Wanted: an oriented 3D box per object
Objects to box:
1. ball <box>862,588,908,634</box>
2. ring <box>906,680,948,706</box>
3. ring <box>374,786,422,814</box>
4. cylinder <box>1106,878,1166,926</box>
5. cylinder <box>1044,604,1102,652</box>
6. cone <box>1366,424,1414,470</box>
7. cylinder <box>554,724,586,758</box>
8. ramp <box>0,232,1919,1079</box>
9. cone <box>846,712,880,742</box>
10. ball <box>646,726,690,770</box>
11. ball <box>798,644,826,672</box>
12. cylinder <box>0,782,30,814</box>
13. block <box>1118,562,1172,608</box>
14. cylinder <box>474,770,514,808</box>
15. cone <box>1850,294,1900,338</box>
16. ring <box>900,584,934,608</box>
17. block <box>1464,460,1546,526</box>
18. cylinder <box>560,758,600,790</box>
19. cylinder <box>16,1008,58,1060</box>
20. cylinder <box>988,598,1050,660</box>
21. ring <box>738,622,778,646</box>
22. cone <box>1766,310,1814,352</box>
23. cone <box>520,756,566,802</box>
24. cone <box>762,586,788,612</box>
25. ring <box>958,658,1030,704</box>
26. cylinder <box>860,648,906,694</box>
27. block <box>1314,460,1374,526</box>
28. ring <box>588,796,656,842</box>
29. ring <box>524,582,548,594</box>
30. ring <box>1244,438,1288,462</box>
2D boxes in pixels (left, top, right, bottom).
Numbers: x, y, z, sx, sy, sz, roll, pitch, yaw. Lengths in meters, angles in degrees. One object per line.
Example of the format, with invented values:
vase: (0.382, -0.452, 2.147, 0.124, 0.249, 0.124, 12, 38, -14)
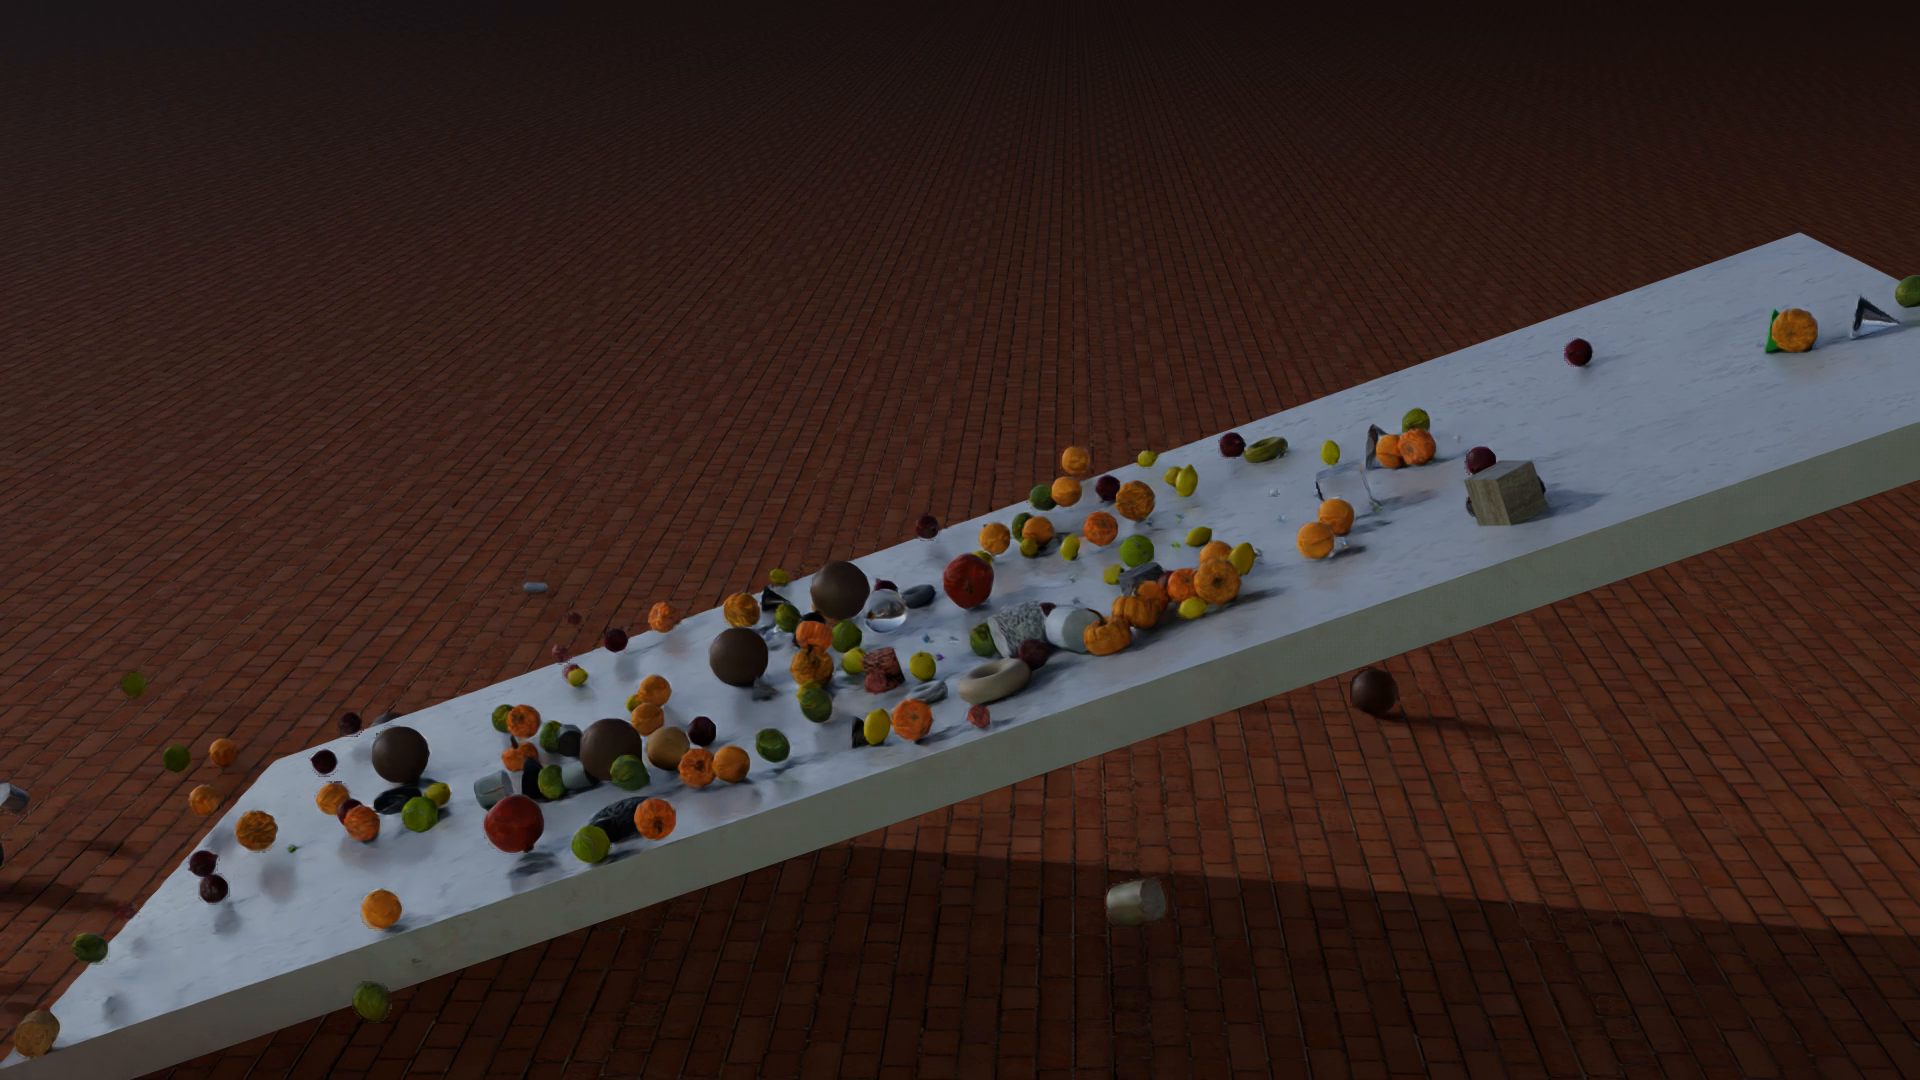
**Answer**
ball: (-0.153, 0.145, 5.996, 0.091, 0.091, 0.091, 0, 13, 0)
ring: (-0.065, 0.298, 5.709, 0.085, 0.028, 0.085, -21, 10, 4)
ring: (-1.203, 0.557, 6.295, 0.105, 0.035, 0.105, -17, -18, -5)
cylinder: (0.308, 0.634, 5.142, 0.074, 0.074, 0.074, -17, 0, 36)
cylinder: (0.219, 0.170, 5.672, 0.085, 0.085, 0.085, -5, 6, -21)
cone: (0.923, -0.194, 6.268, 0.098, 0.098, 0.098, 6, 12, -3)
cylinder: (-0.839, 0.432, 6.328, 0.059, 0.059, 0.059, -3, 19, -14)
ramp: (0.113, 0.178, 6.299, 4.000, 0.100, 2.000, -19, 11, 6)
cone: (-0.173, 0.366, 5.581, 0.061, 0.061, 0.061, 27, 0, -26)
ball: (-0.585, 0.418, 5.902, 0.089, 0.089, 0.089, 0, 13, 0)
ball: (-0.315, 0.253, 6.278, 0.061, 0.061, 0.061, 0, 13, 0)
cylinder: (-2.324, 0.632, 7.206, 0.060, 0.060, 0.060, 10, -19, 39)
block: (0.365, 0.090, 5.841, 0.067, 0.067, 0.067, -24, 12, -20)
cylinder: (-0.977, 0.522, 6.159, 0.063, 0.063, 0.063, -19, 11, 7)
cone: (1.825, -0.437, 5.848, 0.090, 0.090, 0.090, 11, 15, 13)
ring: (-0.100, 0.127, 6.578, 0.092, 0.031, 0.092, -20, 13, 5)
block: (1.015, -0.087, 5.474, 0.093, 0.093, 0.093, -26, 12, -26)
cylinder: (-0.777, 0.480, 6.024, 0.057, 0.057, 0.057, -15, 6, 24)
cylinder: (-1.737, 0.928, 5.531, 0.071, 0.071, 0.071, -3, 24, -11)
cylinder: (0.118, 0.177, 5.796, 0.094, 0.094, 0.094, -23, 19, -14)
ring: (-0.467, 0.216, 6.796, 0.097, 0.032, 0.097, -18, 12, 4)
cone: (1.694, -0.418, 5.984, 0.092, 0.092, 0.092, 11, 15, 14)
cone: (-0.852, 0.501, 6.087, 0.098, 0.098, 0.098, 6, 13, -2)
cone: (-0.445, 0.145, 7.097, 0.065, 0.065, 0.065, 6, 12, -4)
ring: (0.065, 0.267, 5.580, 0.146, 0.049, 0.146, -18, 12, 4)
cylinder: (-0.156, 0.263, 5.927, 0.071, 0.071, 0.071, -20, 11, 4)
block: (0.776, -0.096, 5.939, 0.092, 0.092, 0.092, -18, 11, 12)
ring: (-0.642, 0.530, 5.576, 0.139, 0.046, 0.139, -21, 12, 5)
ring: (-1.391, 0.156, 9.652, 0.081, 0.027, 0.081, 0, 11, 0)
ring: (0.702, -0.207, 6.745, 0.103, 0.034, 0.103, -19, 12, 4)
